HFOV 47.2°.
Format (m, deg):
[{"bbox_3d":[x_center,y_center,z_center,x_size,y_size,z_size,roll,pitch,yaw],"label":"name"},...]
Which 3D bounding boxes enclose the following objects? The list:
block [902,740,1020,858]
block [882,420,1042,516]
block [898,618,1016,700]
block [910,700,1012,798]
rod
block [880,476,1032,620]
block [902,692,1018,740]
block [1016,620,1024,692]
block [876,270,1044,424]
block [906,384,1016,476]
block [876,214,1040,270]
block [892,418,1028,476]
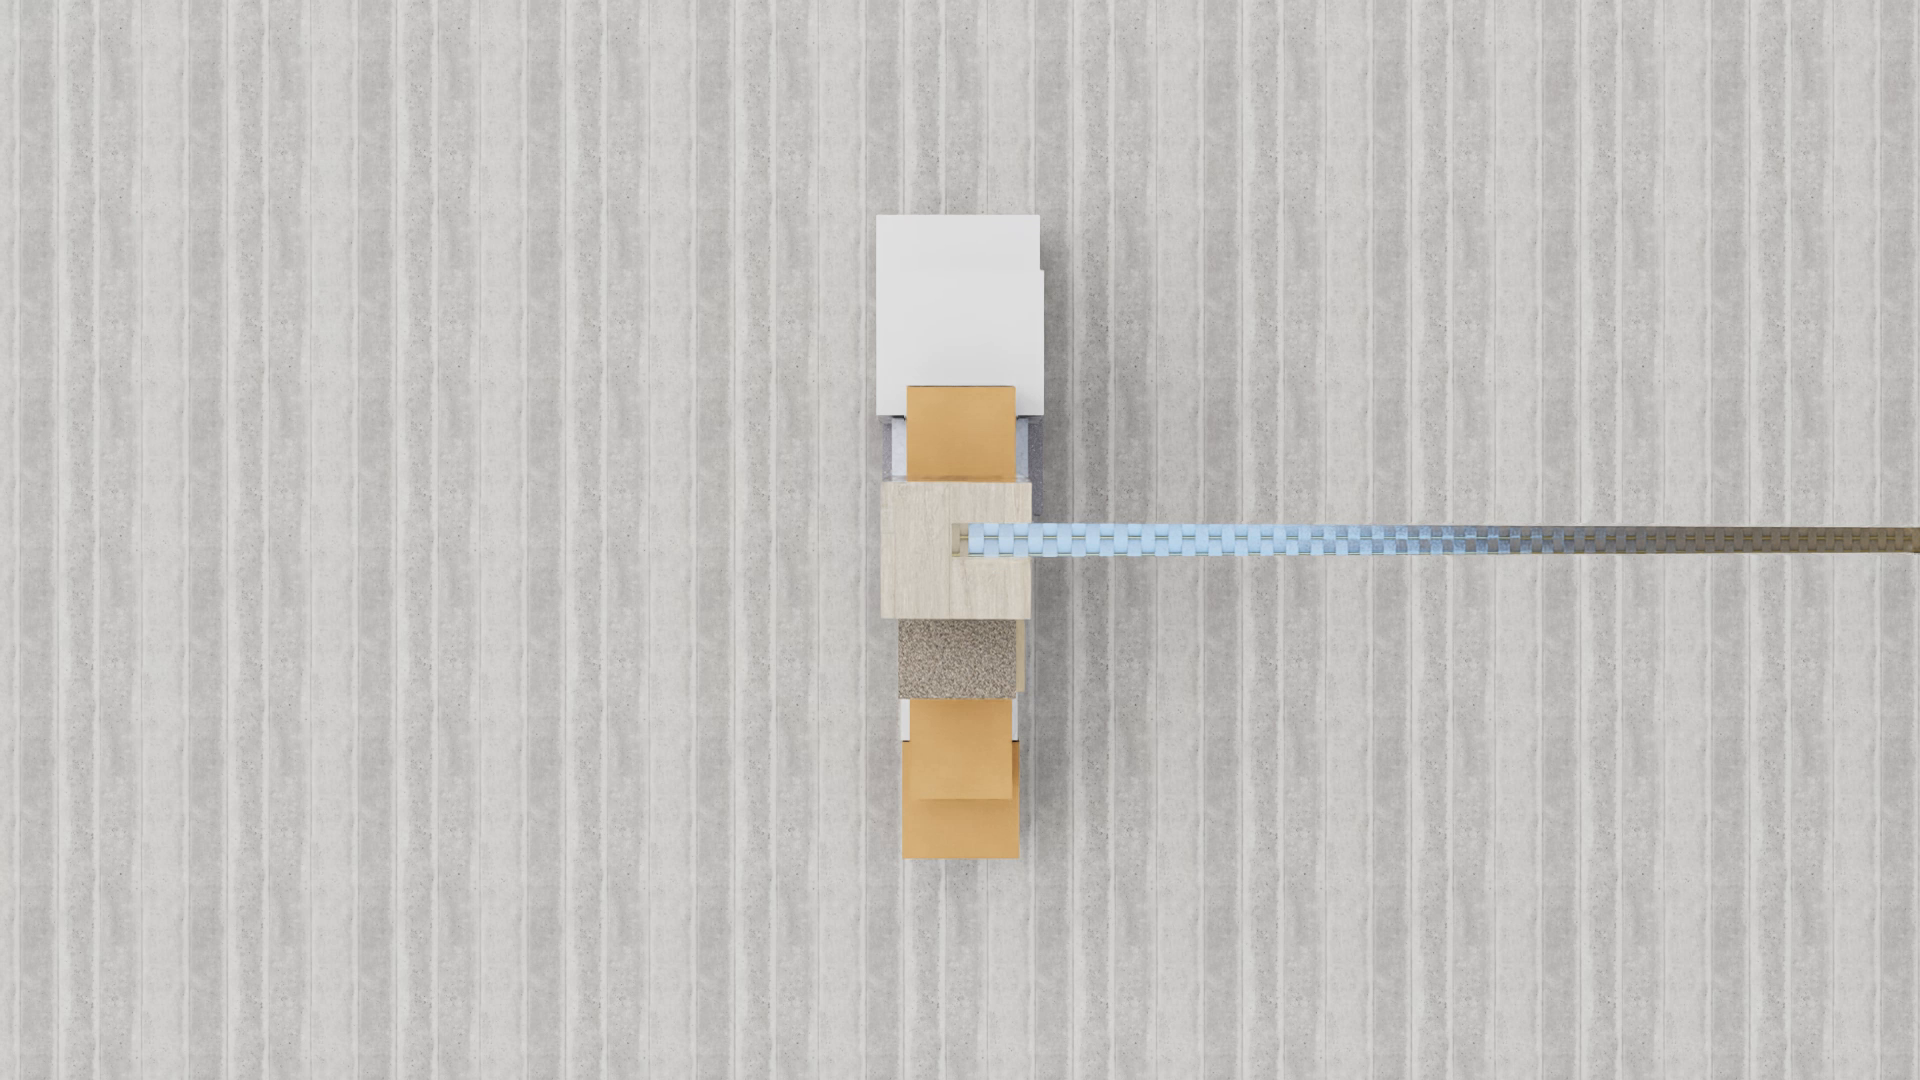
[{"bbox_3d":[0.004,1.466,12.692,0.659,0.617,0.657,0,90,0],"label":"block"},{"bbox_3d":[0.015,-0.556,12.585,0.887,0.831,0.830,0,90,0],"label":"block"},{"bbox_3d":[-0.014,0.511,11.271,0.588,0.612,0.564,0,90,0],"label":"block"},{"bbox_3d":[0.004,1.098,12.079,0.550,0.591,0.578,0,90,0],"label":"block"},{"bbox_3d":[2.234,0.000,6.570,5.200,0.080,0.080,0,90,-31],"label":"rod"},{"bbox_3d":[-0.018,0.024,10.477,0.691,0.723,0.629,0,94,0],"label":"block"},{"bbox_3d":[-0.004,0.801,12.687,0.655,0.625,0.651,0,90,0],"label":"block"},{"bbox_3d":[0.014,0.412,11.965,0.655,0.777,0.775,0,90,0],"label":"block"},{"bbox_3d":[0.001,-1.015,11.726,0.861,0.822,0.744,0,90,0],"label":"block"},{"bbox_3d":[0.005,-0.513,11.062,0.534,0.527,0.523,0,95,0],"label":"block"},{"bbox_3d":[-0.011,-1.388,12.568,0.900,0.863,0.813,0,90,0],"label":"block"},{"bbox_3d":[-0.001,-0.309,11.818,0.708,0.703,0.647,0,90,0],"label":"block"}]
